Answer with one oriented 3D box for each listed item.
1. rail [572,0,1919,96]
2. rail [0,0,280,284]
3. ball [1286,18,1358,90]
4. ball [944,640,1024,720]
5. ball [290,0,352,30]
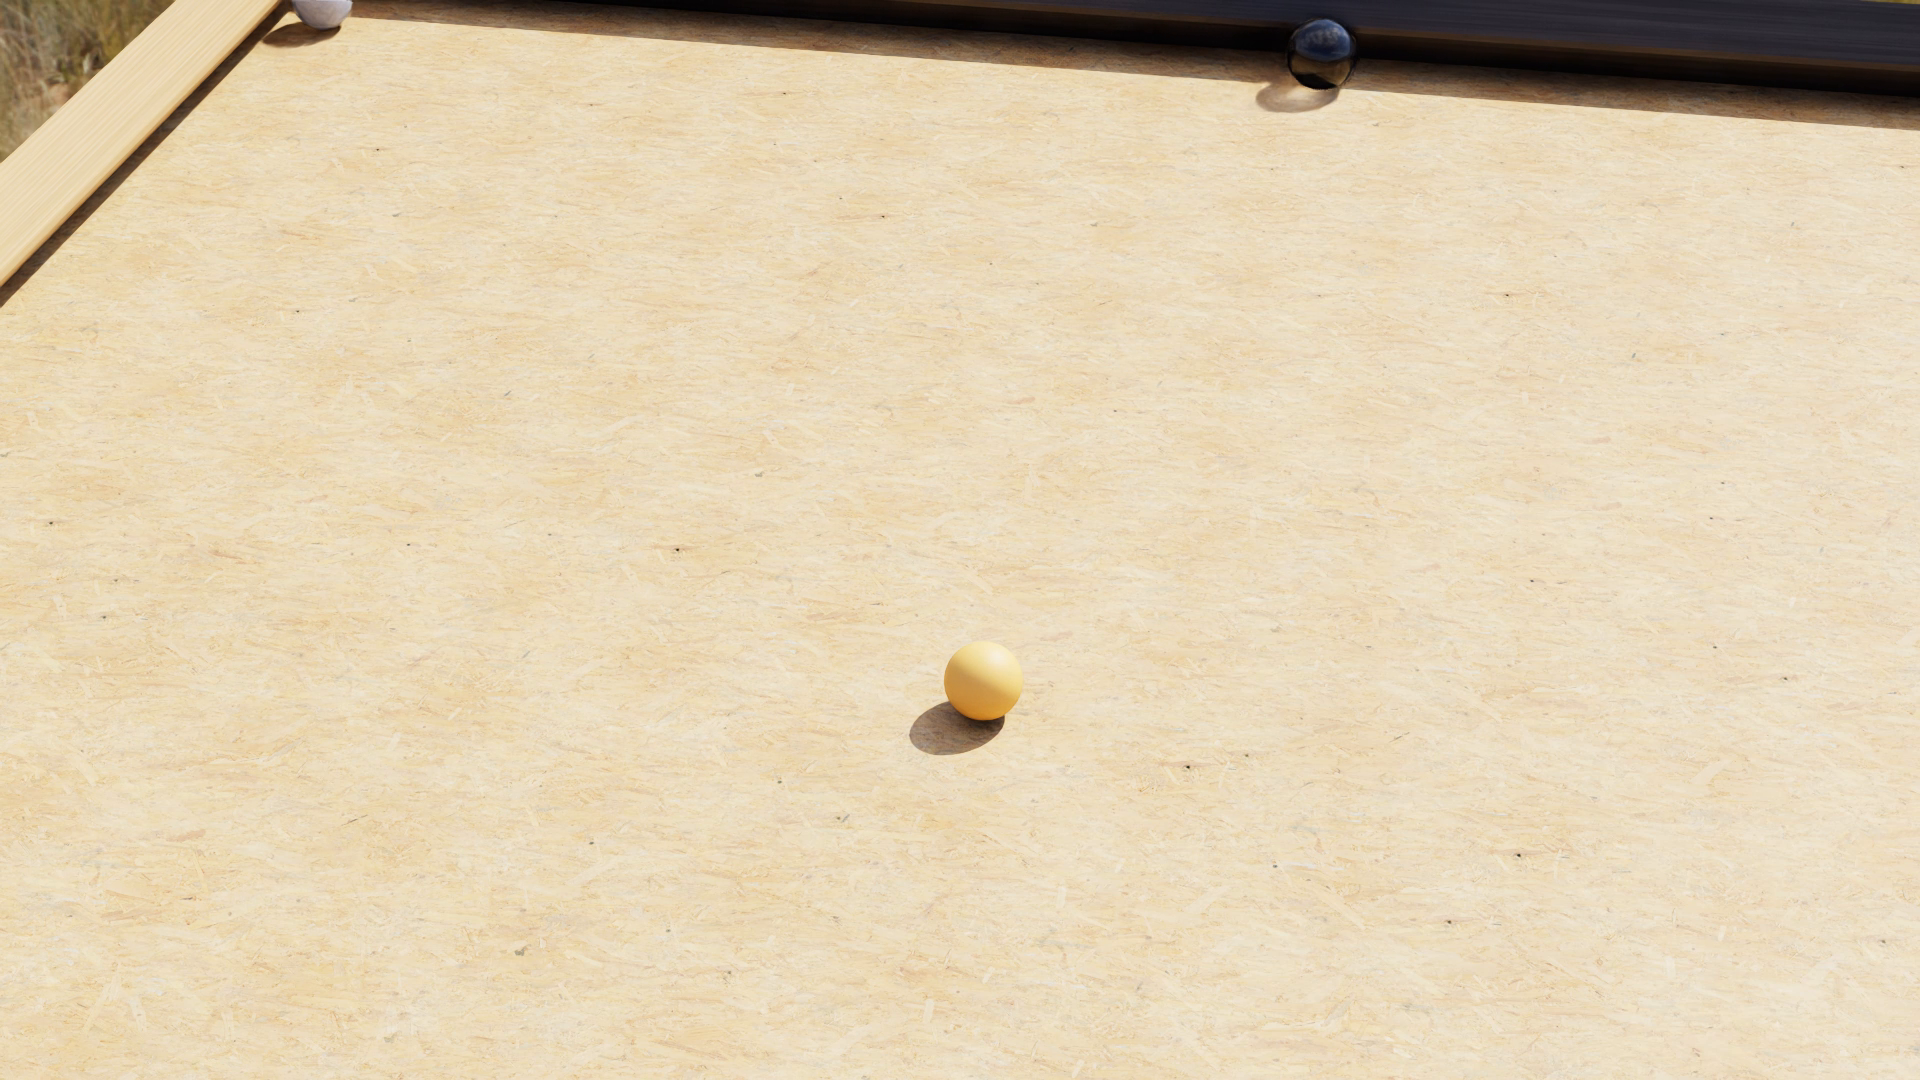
[{"bbox_3d":[1.061,-0.463,2.519,3.638,0.097,0.045,6,35,8],"label":"rail"},{"bbox_3d":[-0.873,-0.100,1.995,0.045,0.097,1.968,6,35,8],"label":"rail"},{"bbox_3d":[0.364,-0.489,2.579,0.072,0.072,0.072,0,35,0],"label":"ball"},{"bbox_3d":[0.016,0.096,1.750,0.054,0.054,0.054,0,35,0],"label":"ball"},{"bbox_3d":[-0.673,-0.571,2.705,0.063,0.063,0.063,0,35,0],"label":"ball"}]
